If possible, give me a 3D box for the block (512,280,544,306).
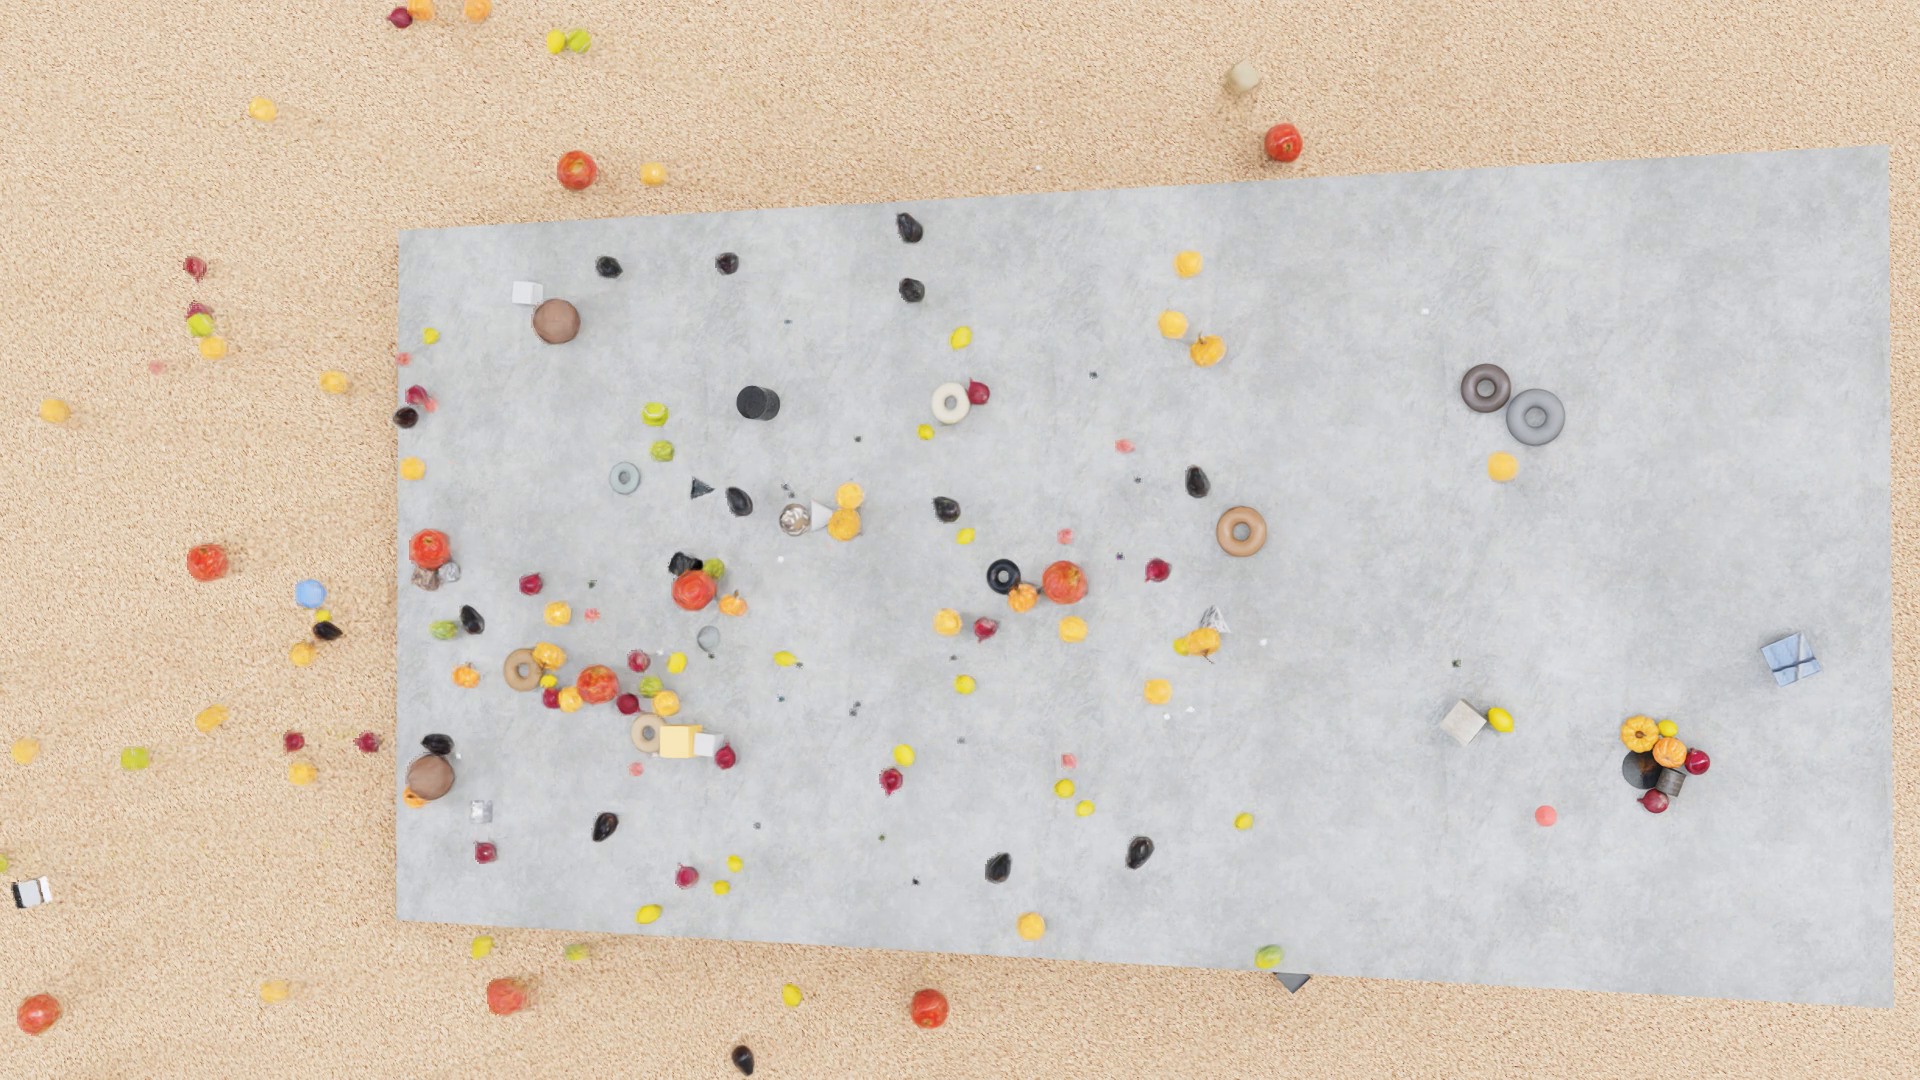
[{"bbox_3d":[-1.222,-0.696,6.216,0.061,0.061,0.061,7,91,19],"label":"block"}]

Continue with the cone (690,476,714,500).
[{"bbox_3d":[-0.705,-0.140,6.049,0.066,0.066,0.066,4,89,-8],"label":"cone"}]

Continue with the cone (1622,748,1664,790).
[{"bbox_3d":[1.619,0.546,5.213,0.100,0.100,0.100,0,89,19],"label":"cone"}]

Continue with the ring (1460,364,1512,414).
[{"bbox_3d":[1.284,-0.370,5.371,0.122,0.041,0.122,0,91,19],"label":"ring"}]

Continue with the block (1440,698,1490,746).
[{"bbox_3d":[1.229,0.444,5.357,0.081,0.081,0.081,40,101,15],"label":"block"}]

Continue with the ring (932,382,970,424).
[{"bbox_3d":[-0.024,-0.363,5.817,0.112,0.037,0.112,0,89,20],"label":"ring"}]

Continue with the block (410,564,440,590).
[{"bbox_3d":[-1.530,0.108,6.311,0.058,0.058,0.058,25,97,17],"label":"block"}]

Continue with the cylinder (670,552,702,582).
[{"bbox_3d":[-0.754,0.072,6.044,0.065,0.065,0.065,22,89,18],"label":"cylinder"}]

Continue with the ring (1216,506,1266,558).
[{"bbox_3d":[0.711,-0.021,5.559,0.131,0.044,0.131,-1,88,19],"label":"ring"}]

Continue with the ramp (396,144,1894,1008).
[{"bbox_3d":[0.278,0.091,5.780,4.000,0.100,2.000,0,89,19],"label":"ramp"}]

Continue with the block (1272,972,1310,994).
[{"bbox_3d":[0.967,1.268,6.419,0.073,0.073,0.073,-44,89,-1],"label":"block"}]

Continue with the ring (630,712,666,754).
[{"bbox_3d":[-0.861,0.534,6.089,0.115,0.038,0.115,0,90,18],"label":"ring"}]

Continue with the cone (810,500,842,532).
[{"bbox_3d":[-0.357,-0.064,5.924,0.089,0.089,0.089,0,89,-8],"label":"cone"}]

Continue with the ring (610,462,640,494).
[{"bbox_3d":[-0.935,-0.172,6.127,0.092,0.031,0.092,-1,88,18],"label":"ring"}]

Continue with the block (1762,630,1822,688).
[{"bbox_3d":[1.931,0.276,5.111,0.098,0.098,0.098,-26,81,17],"label":"block"}]

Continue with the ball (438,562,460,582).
[{"bbox_3d":[-1.462,0.093,6.287,0.060,0.060,0.060,0,89,0],"label":"ball"}]

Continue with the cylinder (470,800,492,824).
[{"bbox_3d":[-1.359,0.771,6.242,0.061,0.061,0.061,-1,89,0],"label":"cylinder"}]

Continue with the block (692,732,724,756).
[{"bbox_3d":[-0.689,0.558,6.019,0.059,0.059,0.059,6,91,19],"label":"block"}]

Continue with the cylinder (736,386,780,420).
[{"bbox_3d":[-0.547,-0.371,5.967,0.090,0.090,0.090,0,89,19],"label":"cylinder"}]

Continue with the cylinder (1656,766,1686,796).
[{"bbox_3d":[1.685,0.573,5.213,0.056,0.056,0.056,22,89,0],"label":"cylinder"}]

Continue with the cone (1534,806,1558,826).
[{"bbox_3d":[1.412,0.669,5.306,0.052,0.052,0.052,0,89,19],"label":"cone"}]

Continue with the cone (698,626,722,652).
[{"bbox_3d":[-0.702,0.271,6.019,0.074,0.074,0.074,0,89,19],"label":"cone"}]

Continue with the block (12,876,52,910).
[{"bbox_3d":[-2.710,1.030,6.422,0.072,0.072,0.072,-14,89,0],"label":"block"}]

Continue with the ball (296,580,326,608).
[{"bbox_3d":[-1.898,0.157,6.428,0.085,0.085,0.085,0,89,0],"label":"ball"}]

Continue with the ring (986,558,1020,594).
[{"bbox_3d":[0.115,0.096,5.766,0.094,0.031,0.094,-1,88,20],"label":"ring"}]

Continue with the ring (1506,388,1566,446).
[{"bbox_3d":[1.395,-0.297,5.329,0.141,0.047,0.141,-1,88,19],"label":"ring"}]

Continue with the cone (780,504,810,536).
[{"bbox_3d":[-0.465,-0.055,5.934,0.091,0.091,0.091,0,89,19],"label":"cone"}]

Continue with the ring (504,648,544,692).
[{"bbox_3d":[-1.234,0.369,6.216,0.125,0.042,0.125,0,89,19],"label":"ring"}]

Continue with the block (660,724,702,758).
[{"bbox_3d":[-0.764,0.551,6.031,0.085,0.085,0.085,0,89,19],"label":"block"}]

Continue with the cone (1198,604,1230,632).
[{"bbox_3d":[0.658,0.215,5.578,0.077,0.077,0.077,32,89,-14],"label":"cone"}]
